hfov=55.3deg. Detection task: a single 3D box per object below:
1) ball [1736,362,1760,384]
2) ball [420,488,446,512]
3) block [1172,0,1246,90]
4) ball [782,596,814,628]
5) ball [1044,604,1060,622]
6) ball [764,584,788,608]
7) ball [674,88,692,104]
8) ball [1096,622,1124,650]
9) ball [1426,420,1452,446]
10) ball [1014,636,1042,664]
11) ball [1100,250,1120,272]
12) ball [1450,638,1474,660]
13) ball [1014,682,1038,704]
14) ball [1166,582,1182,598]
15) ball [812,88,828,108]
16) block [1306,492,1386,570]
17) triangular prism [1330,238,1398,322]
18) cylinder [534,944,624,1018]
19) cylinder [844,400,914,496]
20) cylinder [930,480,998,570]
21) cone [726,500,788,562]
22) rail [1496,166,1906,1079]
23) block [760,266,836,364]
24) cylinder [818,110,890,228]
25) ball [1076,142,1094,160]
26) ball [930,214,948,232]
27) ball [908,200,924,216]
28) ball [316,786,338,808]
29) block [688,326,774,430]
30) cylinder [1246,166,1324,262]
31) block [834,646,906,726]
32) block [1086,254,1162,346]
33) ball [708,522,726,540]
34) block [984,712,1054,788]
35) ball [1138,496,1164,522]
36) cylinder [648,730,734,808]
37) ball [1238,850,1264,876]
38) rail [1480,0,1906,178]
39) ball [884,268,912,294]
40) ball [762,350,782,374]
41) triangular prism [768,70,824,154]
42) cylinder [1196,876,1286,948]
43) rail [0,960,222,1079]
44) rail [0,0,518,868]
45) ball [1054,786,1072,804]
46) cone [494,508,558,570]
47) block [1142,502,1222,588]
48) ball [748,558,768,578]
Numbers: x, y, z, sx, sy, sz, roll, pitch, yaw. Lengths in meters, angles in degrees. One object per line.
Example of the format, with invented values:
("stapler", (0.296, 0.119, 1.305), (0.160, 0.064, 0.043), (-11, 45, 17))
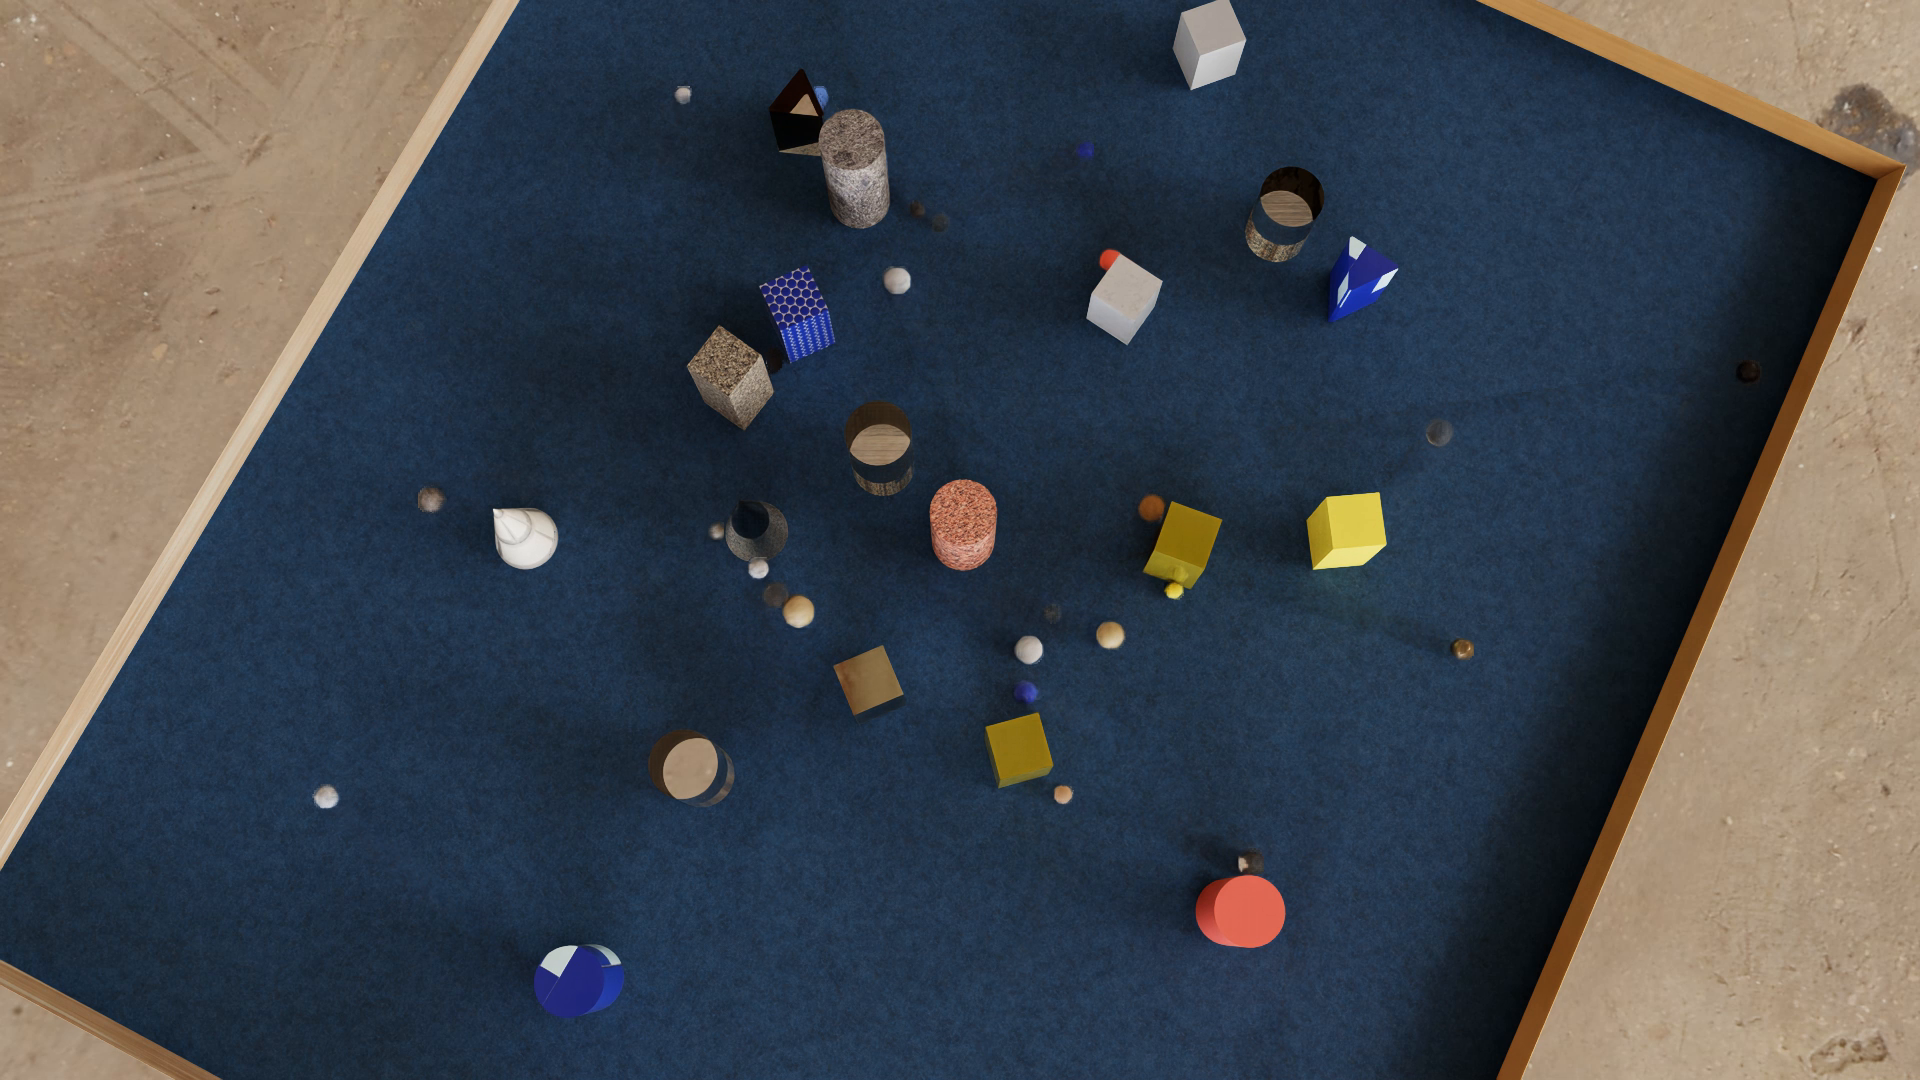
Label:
("ball", (2.446, -0.520, 5.688), (0.070, 0.070, 0.070), (0, 78, 0))
("ball", (-1.612, -0.124, 5.603), (0.076, 0.076, 0.076), (0, 78, 0))
("block", (0.790, -1.575, 5.820), (0.155, 0.240, 0.155), (-20, 79, -4))
("ball", (-0.486, 0.216, 5.522), (0.097, 0.097, 0.097), (0, 78, 0))
("ball", (0.278, 0.221, 5.545), (0.050, 0.050, 0.050), (0, 78, 0))
("ball", (-0.557, 0.170, 5.544), (0.073, 0.073, 0.073), (0, 78, 0))
("ball", (-0.889, -1.427, 5.885), (0.052, 0.052, 0.052), (0, 78, 0))
("ball", (0.452, 0.286, 5.514), (0.084, 0.084, 0.084), (0, 78, 0))
("ball", (1.476, -0.329, 5.646), (0.076, 0.076, 0.076), (0, 78, 0))
("ball", (0.207, 0.329, 5.505), (0.085, 0.085, 0.085), (0, 78, 0))
("ball", (0.476, -0.877, 5.762), (0.071, 0.071, 0.071), (0, 78, 0))
("ball", (1.510, 0.327, 5.516), (0.065, 0.065, 0.065), (0, 78, 0))
("ball", (0.199, 0.457, 5.487), (0.069, 0.069, 0.069), (0, 78, 0))
("ball", (0.648, 0.153, 5.558), (0.052, 0.052, 0.052), (0, 78, 0))
("ball", (-0.456, -1.418, 5.876), (0.067, 0.067, 0.067), (0, 78, 0))
("block", (1.148, -0.024, 5.461), (0.155, 0.314, 0.155), (-5, 78, -1))
("triangular prism", (1.205, -0.815, 5.633), (0.168, 0.299, 0.145), (-25, 79, -5))
("cylinder", (-1.077, 1.248, 5.201), (0.194, 0.307, 0.194), (0, 78, 0))
("cylinder", (-0.237, -0.270, 5.475), (0.194, 0.386, 0.194), (0, 78, 0))
("cylinder", (0.010, -0.041, 5.429), (0.194, 0.384, 0.194), (0, 78, 0))
("cone", (-0.624, -0.071, 5.403), (0.194, 0.447, 0.194), (0, 78, 0))
("rail", (1.872, 0.923, 5.360), (0.045, 0.126, 4.779), (26, 80, 5))
("block", (-0.493, -0.686, 5.595), (0.155, 0.321, 0.155), (-25, 79, -5))
("cylinder", (-0.319, -1.131, 5.615), (0.194, 0.461, 0.194), (0, 78, 0))
("ball", (0.396, -1.243, 5.845), (0.057, 0.057, 0.057), (0, 78, 0))
("ball", (-0.066, -1.000, 5.794), (0.057, 0.057, 0.057), (0, 78, 0))
("ball", (-0.137, -1.050, 5.808), (0.050, 0.050, 0.050), (0, 78, 0))
("ball", (-1.874, 0.763, 5.425), (0.067, 0.067, 0.067), (0, 78, 0))
("block", (-0.686, -0.483, 5.520), (0.155, 0.386, 0.155), (36, 81, 7))
("cylinder", (1.002, -1.005, 5.671), (0.194, 0.301, 0.194), (0, 78, 0))
("block", (-0.263, 0.429, 5.386), (0.155, 0.278, 0.155), (-23, 79, -5))
("block", (0.505, -0.739, 5.650), (0.155, 0.234, 0.155), (34, 80, 7))
("ball", (-0.741, -0.026, 5.590), (0.054, 0.054, 0.054), (0, 78, 0))
("block", (0.167, 0.613, 5.316), (0.155, 0.341, 0.155), (-15, 79, -3))
("ball", (0.586, -0.094, 5.595), (0.079, 0.079, 0.079), (0, 78, 0))
("cylinder", (-0.769, 0.662, 5.281), (0.194, 0.389, 0.194), (0, 78, 0))
("ball", (0.852, 0.949, 5.382), (0.075, 0.075, 0.075), (0, 78, 0))
("rail", (1.058, -2.065, 5.979), (4.233, 0.126, 0.045), (26, 80, 5))
("ball", (-0.196, -0.812, 5.741), (0.086, 0.086, 0.086), (0, 78, 0))
("ball", (-0.589, -0.552, 5.692), (0.075, 0.075, 0.075), (0, 78, 0))
("triangular prism", (-0.491, -1.341, 5.738), (0.168, 0.305, 0.145), (6, 78, 1))
("cylinder", (0.789, 1.052, 5.190), (0.194, 0.409, 0.194), (0, 78, 0))
("rail", (-1.058, 2.079, 5.121), (4.233, 0.126, 0.045), (26, 80, 5))
("rail", (-1.872, -0.910, 5.740), (0.045, 0.126, 4.779), (26, 80, 5))
("ball", (0.304, 0.754, 5.433), (0.055, 0.055, 0.055), (0, 78, 0))
("cone", (-1.328, -0.047, 5.416), (0.194, 0.411, 0.194), (0, 78, 0))
("block", (0.657, 0.019, 5.441), (0.155, 0.335, 0.155), (20, 79, 4))
("ball", (-0.613, 0.087, 5.567), (0.061, 0.061, 0.061), (0, 78, 0))
